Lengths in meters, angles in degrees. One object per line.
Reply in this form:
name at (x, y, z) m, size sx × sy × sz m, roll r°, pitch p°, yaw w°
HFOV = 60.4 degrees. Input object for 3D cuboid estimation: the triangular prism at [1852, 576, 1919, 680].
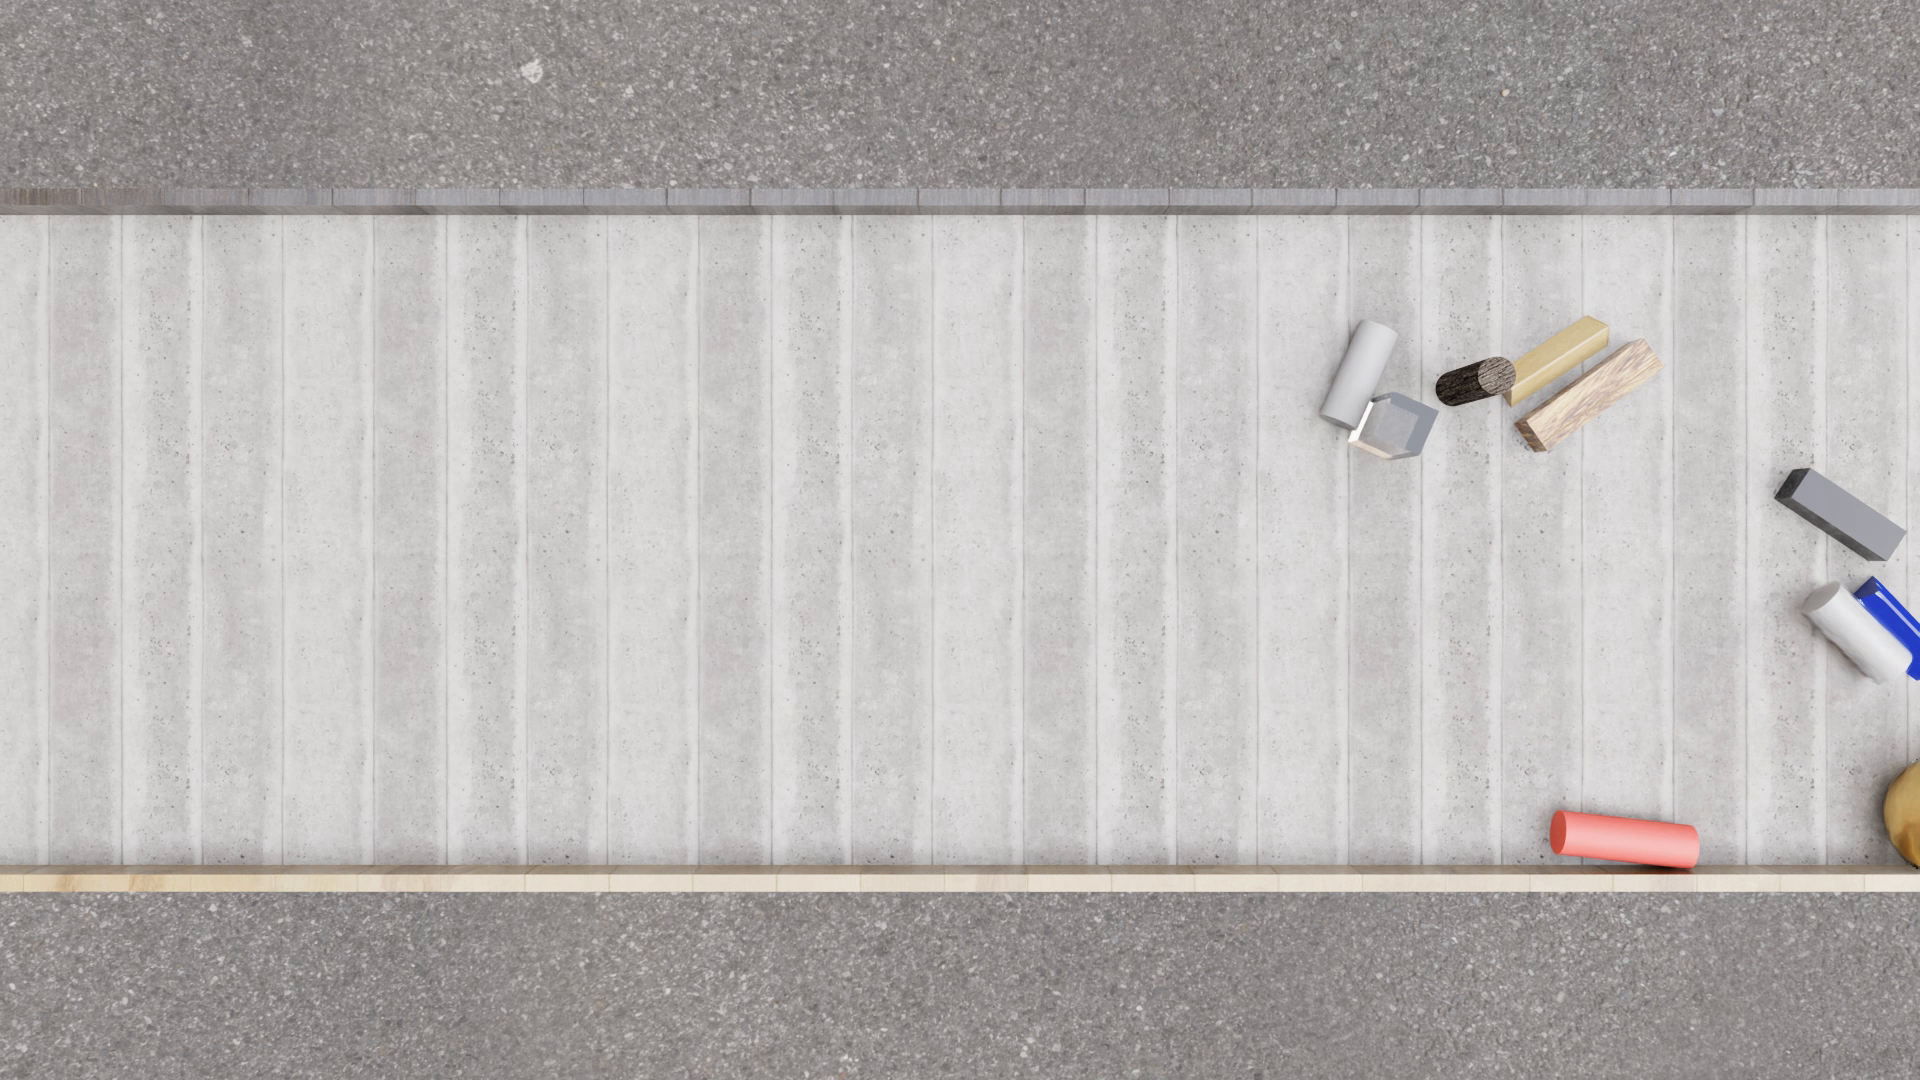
triangular prism at (2.872, 0.272, 5.016) m, size 0.133 × 0.115 × 0.322 m, roll -44°, pitch 90°, yaw 0°

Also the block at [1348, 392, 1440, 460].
block at (1.286, -0.336, 4.910) m, size 0.141 × 0.332 × 0.141 m, roll 24°, pitch 90°, yaw 0°

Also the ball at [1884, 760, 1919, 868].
ball at (2.951, 0.820, 4.894) m, size 0.366 × 0.366 × 0.366 m, roll 0°, pitch 90°, yaw 0°

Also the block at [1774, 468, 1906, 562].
block at (2.679, -0.077, 5.023) m, size 0.348 × 0.108 × 0.108 m, roll 34°, pitch 90°, yaw 0°

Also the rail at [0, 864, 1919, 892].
rail at (-2.247, 1.025, 5.001) m, size 12.000 × 0.150 × 0.050 m, roll 0°, pitch 90°, yaw 0°

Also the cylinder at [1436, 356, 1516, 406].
cylinder at (1.518, -0.465, 4.869) m, size 0.108 × 0.416 × 0.108 m, roll 0°, pitch 90°, yaw 0°

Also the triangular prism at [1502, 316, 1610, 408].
triangular prism at (1.812, -0.550, 5.026) m, size 0.351 × 0.097 × 0.112 m, roll -33°, pitch 90°, yaw 0°

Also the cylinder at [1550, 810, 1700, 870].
cylinder at (2.016, 0.910, 5.010) m, size 0.401 × 0.133 × 0.133 m, roll 7°, pitch 90°, yaw 0°

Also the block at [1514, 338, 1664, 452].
block at (1.914, -0.439, 5.021) m, size 0.433 × 0.111 × 0.111 m, roll -35°, pitch 90°, yaw 0°

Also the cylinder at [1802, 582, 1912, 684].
cylinder at (2.723, 0.283, 5.009) m, size 0.306 × 0.135 × 0.135 m, roll 45°, pitch 90°, yaw 0°

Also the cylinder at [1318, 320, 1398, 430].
cylinder at (1.212, -0.500, 5.015) m, size 0.124 × 0.124 × 0.313 m, roll 24°, pitch 90°, yaw 0°

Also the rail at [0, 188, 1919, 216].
rail at (-2.247, -1.025, 5.002) m, size 12.000 × 0.150 × 0.050 m, roll 0°, pitch 90°, yaw 0°
